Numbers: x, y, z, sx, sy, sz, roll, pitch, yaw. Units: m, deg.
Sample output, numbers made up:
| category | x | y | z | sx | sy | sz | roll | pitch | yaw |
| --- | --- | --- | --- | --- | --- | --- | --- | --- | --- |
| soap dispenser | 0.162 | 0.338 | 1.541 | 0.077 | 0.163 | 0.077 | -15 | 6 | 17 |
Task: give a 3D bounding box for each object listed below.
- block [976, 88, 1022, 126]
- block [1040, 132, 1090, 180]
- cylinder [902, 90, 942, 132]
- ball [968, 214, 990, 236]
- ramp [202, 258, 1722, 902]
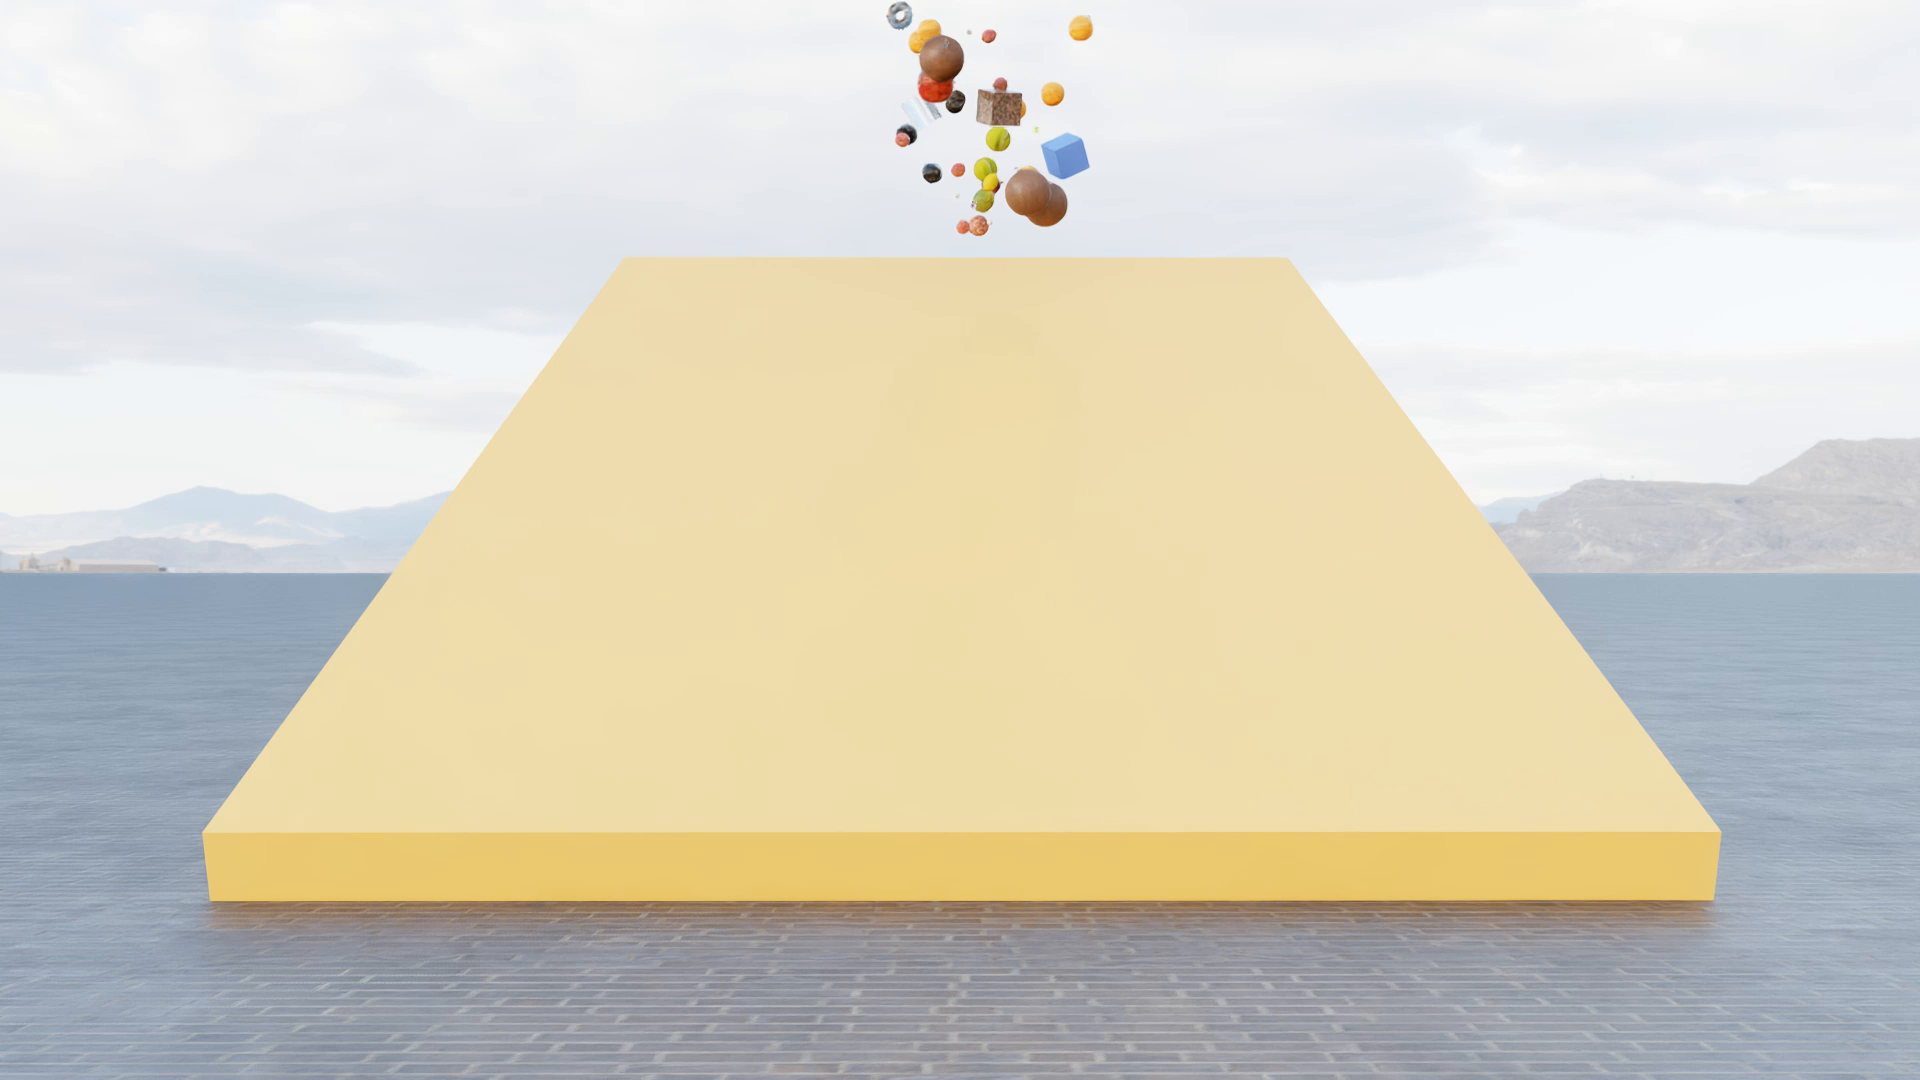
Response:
| category | x | y | z | sx | sy | sz | roll | pitch | yaw |
| --- | --- | --- | --- | --- | --- | --- | --- | --- | --- |
| block | 0.112 | -1.235 | 6.387 | 0.094 | 0.094 | 0.094 | -5 | 19 | -27 |
| block | 0.301 | -1.098 | 6.395 | 0.091 | 0.091 | 0.091 | -27 | 30 | -14 |
| cylinder | -0.112 | -1.255 | 6.541 | 0.088 | 0.088 | 0.088 | -32 | 10 | 6 |
| ball | 0.054 | -0.915 | 6.510 | 0.061 | 0.061 | 0.061 | 0 | -1 | 0 |
| ramp | -0.004 | -0.187 | 4.862 | 2.000 | 0.100 | 4.000 | 0 | 18 | 0 |
